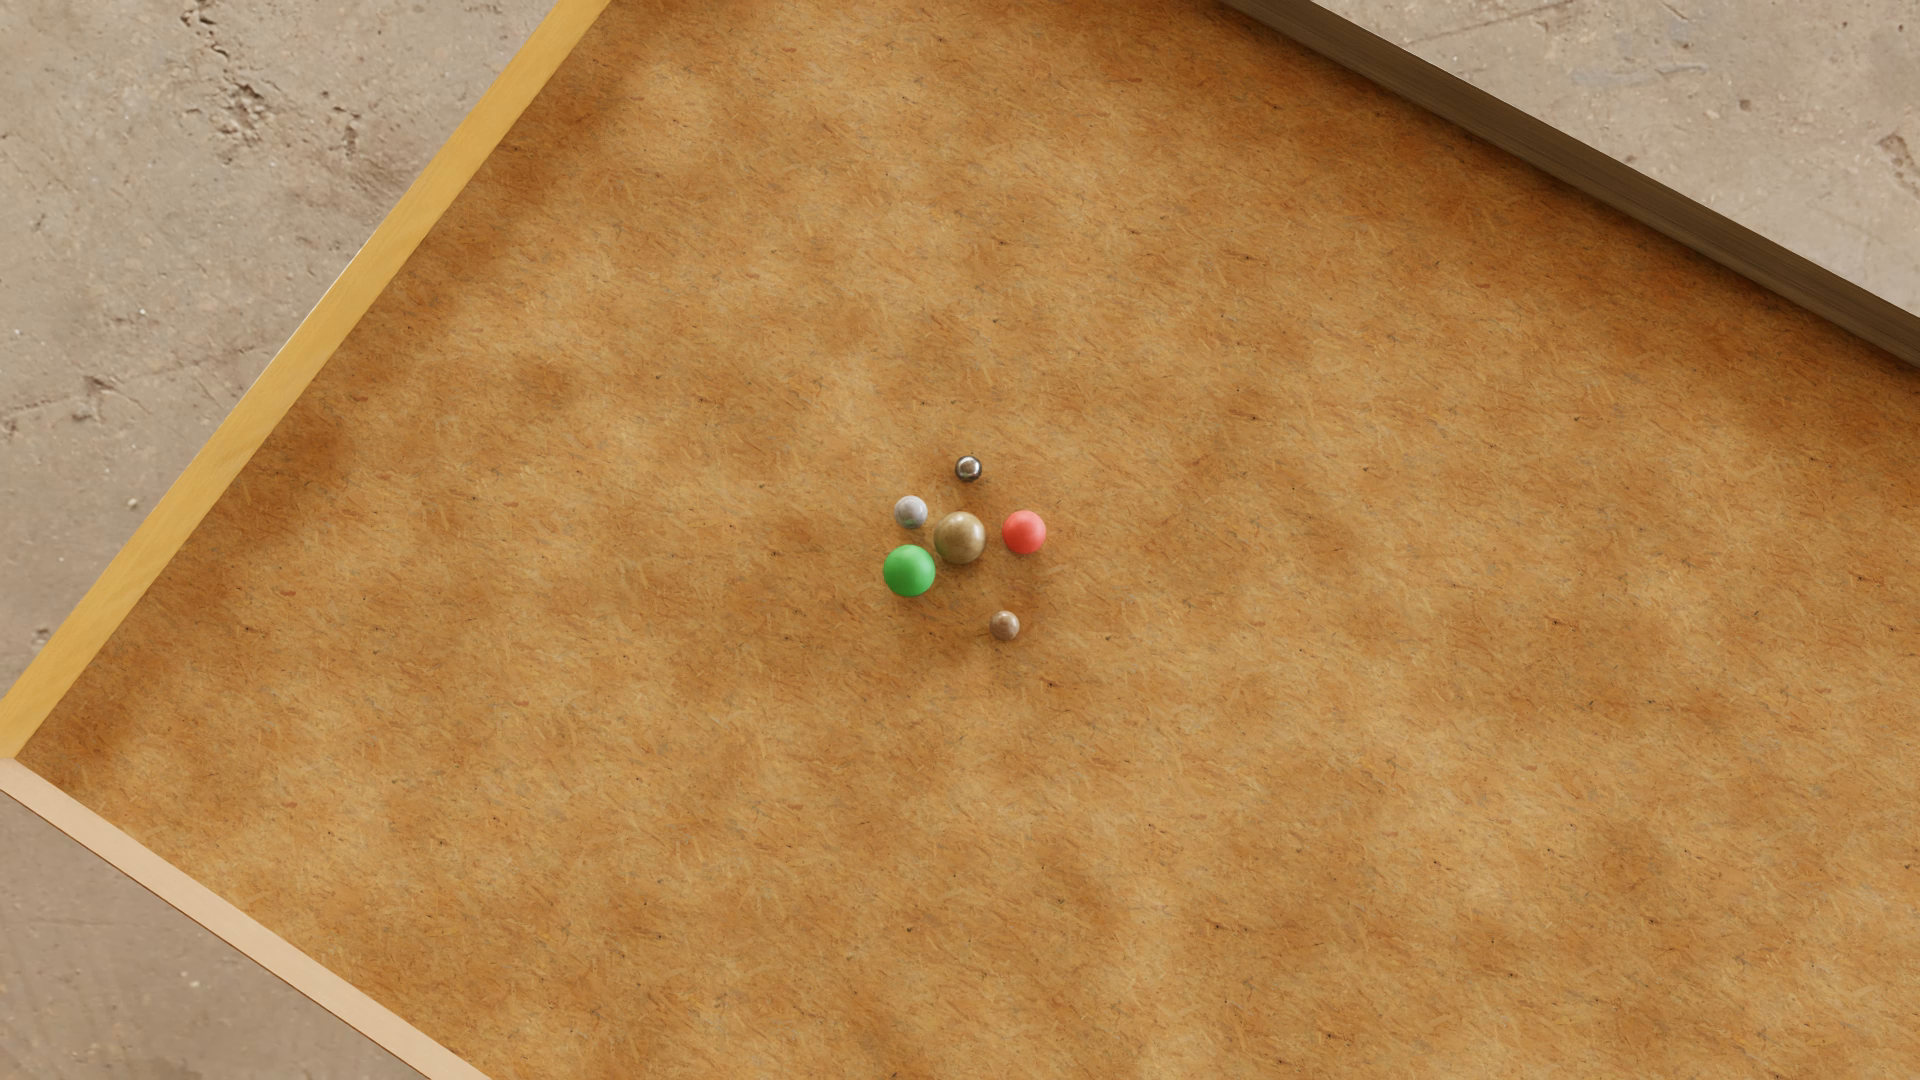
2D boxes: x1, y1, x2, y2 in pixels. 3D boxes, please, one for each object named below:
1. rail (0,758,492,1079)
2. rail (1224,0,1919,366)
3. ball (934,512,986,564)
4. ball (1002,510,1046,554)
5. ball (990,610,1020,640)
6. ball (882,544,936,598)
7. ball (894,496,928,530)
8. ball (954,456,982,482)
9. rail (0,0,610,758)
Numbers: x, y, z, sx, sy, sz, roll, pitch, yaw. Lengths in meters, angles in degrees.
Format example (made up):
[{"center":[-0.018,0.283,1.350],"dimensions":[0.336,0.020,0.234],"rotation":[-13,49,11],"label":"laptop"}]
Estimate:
[{"center":[0.329,1.382,2.920],"dimensions":[4.242,0.108,0.045],"rotation":[31,73,10],"label":"rail"},{"center":[1.469,-0.337,3.528],"dimensions":[4.242,0.108,0.045],"rotation":[31,73,10],"label":"rail"},{"center":[0.000,-0.004,3.424],"dimensions":[0.083,0.083,0.083],"rotation":[0,71,0],"label":"ball"},{"center":[0.100,-0.012,3.435],"dimensions":[0.069,0.069,0.069],"rotation":[0,71,0],"label":"ball"},{"center":[0.068,0.132,3.395],"dimensions":[0.047,0.047,0.047],"rotation":[0,71,0],"label":"ball"},{"center":[-0.079,0.048,3.407],"dimensions":[0.082,0.082,0.082],"rotation":[0,71,0],"label":"ball"},{"center":[-0.078,-0.043,3.454],"dimensions":[0.054,0.054,0.054],"rotation":[0,71,0],"label":"ball"},{"center":[0.013,-0.113,3.484],"dimensions":[0.043,0.043,0.043],"rotation":[0,71,0],"label":"ball"},{"center":[-0.879,-0.526,3.595],"dimensions":[0.045,0.108,2.198],"rotation":[31,73,10],"label":"rail"}]
